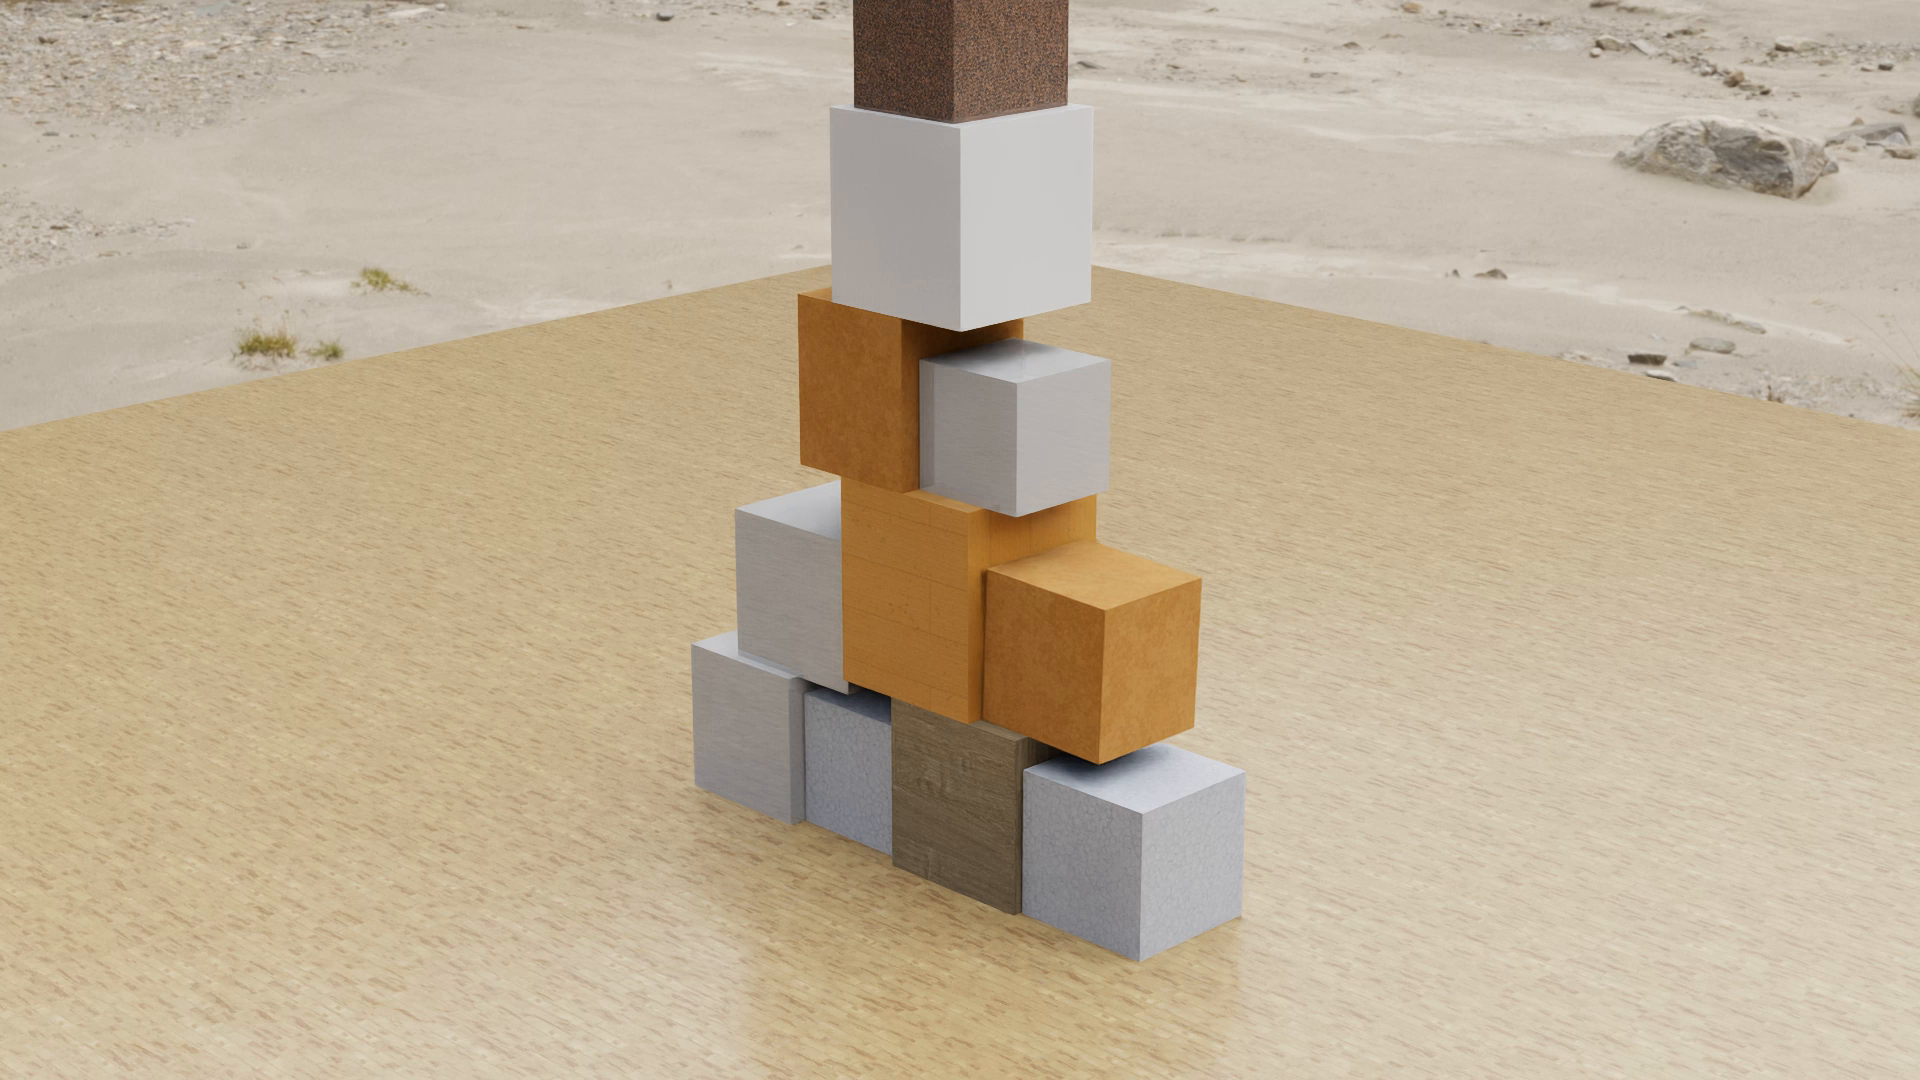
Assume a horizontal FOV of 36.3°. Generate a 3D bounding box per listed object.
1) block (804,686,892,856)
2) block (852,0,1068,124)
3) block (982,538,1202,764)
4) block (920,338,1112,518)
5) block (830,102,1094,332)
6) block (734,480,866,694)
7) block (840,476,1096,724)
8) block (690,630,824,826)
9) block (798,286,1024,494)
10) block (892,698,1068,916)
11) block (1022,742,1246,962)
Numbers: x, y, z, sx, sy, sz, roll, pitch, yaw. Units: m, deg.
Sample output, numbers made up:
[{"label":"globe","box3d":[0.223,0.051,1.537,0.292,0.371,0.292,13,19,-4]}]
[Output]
[{"label":"block","box3d":[-0.270,1.038,13.960,0.653,0.649,0.664,-17,24,-42]},{"label":"block","box3d":[0.005,-2.237,12.644,0.702,0.739,0.612,-17,24,-42]},{"label":"block","box3d":[0.576,0.478,12.886,0.624,0.705,0.700,-17,26,-42]},{"label":"block","box3d":[0.242,-0.507,12.931,0.594,0.595,0.594,-17,24,-42]},{"label":"block","box3d":[0.007,-1.471,12.886,0.818,0.869,0.807,-17,24,-42]},{"label":"block","box3d":[-0.537,0.207,13.979,0.724,0.738,0.779,-17,24,-42]},{"label":"block","box3d":[0.040,0.177,13.381,0.825,0.978,0.811,-17,24,-42]},{"label":"block","box3d":[-0.773,0.848,14.408,0.806,0.743,0.712,-17,24,-42]},{"label":"block","box3d":[-0.221,-0.736,13.326,0.768,0.797,0.671,-17,24,-42]},{"label":"block","box3d":[0.231,1.111,13.424,0.757,0.831,0.779,-17,24,-42]},{"label":"block","box3d":[0.764,1.337,12.944,0.682,0.687,0.700,-17,24,-42]}]
